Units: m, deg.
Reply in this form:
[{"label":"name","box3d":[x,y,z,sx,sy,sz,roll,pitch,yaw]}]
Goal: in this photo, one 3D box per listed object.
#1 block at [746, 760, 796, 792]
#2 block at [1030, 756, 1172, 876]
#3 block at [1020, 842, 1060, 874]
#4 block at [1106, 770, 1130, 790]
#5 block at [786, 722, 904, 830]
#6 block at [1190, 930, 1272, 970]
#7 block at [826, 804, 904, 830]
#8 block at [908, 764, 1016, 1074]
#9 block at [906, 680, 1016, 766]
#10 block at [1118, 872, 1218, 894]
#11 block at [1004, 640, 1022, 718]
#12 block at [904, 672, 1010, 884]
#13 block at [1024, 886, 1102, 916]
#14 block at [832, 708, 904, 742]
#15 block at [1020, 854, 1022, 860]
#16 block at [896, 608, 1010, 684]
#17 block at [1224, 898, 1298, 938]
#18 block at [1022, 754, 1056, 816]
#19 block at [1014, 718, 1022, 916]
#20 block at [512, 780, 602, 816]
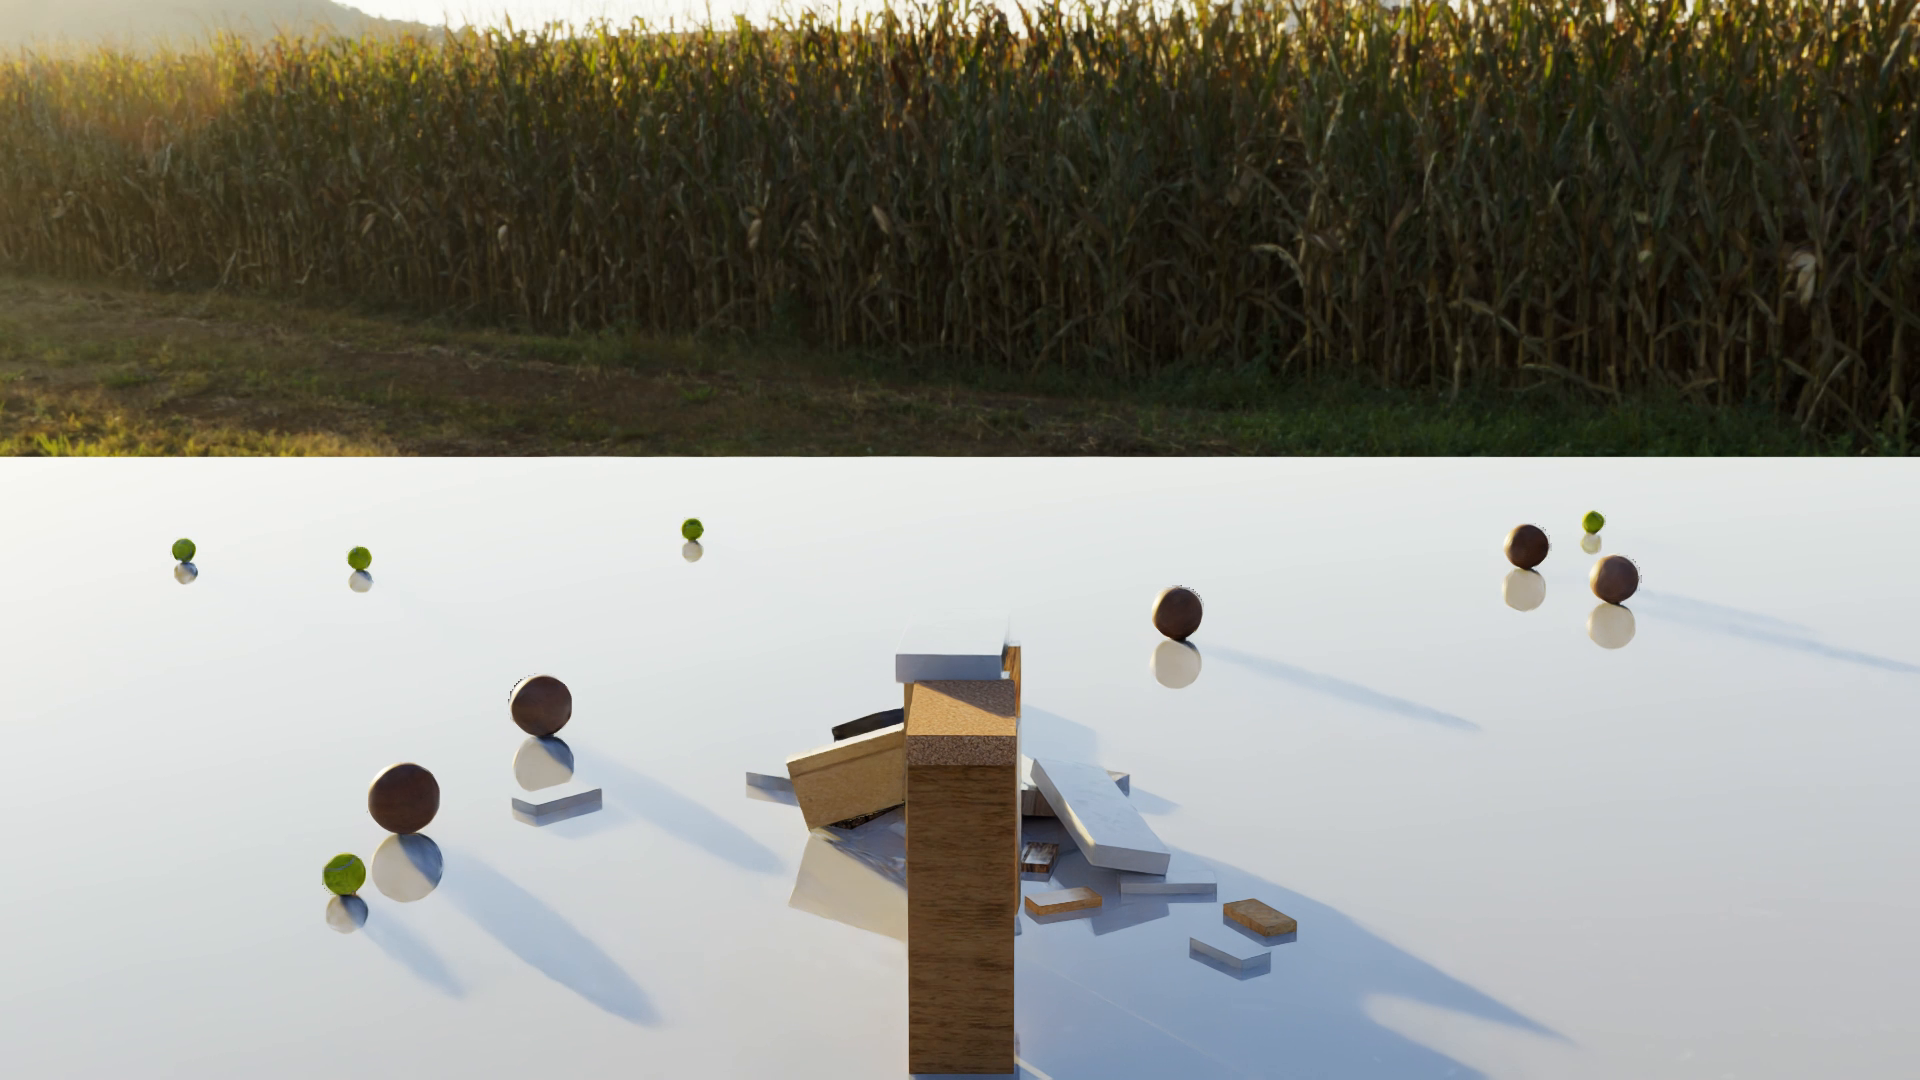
[{"label":"block","box3d":[-0.311,0.464,4.274,0.188,0.027,0.094,6,12,28]},{"label":"block","box3d":[0.243,0.484,3.895,0.134,0.038,0.437,10,12,-14]},{"label":"block","box3d":[0.135,0.552,3.828,0.057,0.016,0.113,2,11,12]},{"label":"block","box3d":[0.245,0.464,4.288,0.153,0.022,0.076,6,12,31]},{"label":"block","box3d":[-0.165,0.420,3.972,0.268,0.134,0.038,-16,13,4]},{"label":"block","box3d":[0.417,0.632,3.395,0.060,0.017,0.120,-7,13,-34]},{"label":"block","box3d":[-0.189,0.496,4.104,0.094,0.027,0.188,6,12,31]},{"label":"block","box3d":[0.002,0.499,2.946,0.142,0.443,0.040,0,11,0]},{"label":"block","box3d":[0.004,0.245,2.986,0.142,0.040,0.283,0,11,1]},{"label":"block","box3d":[0.348,0.576,3.698,0.161,0.017,0.060,0,11,-2]},{"label":"block","box3d":[0.018,0.308,3.420,0.152,0.303,0.043,0,11,0]},{"label":"block","box3d":[-0.004,0.350,3.226,0.152,0.315,0.043,0,11,3]},{"label":"block","box3d":[0.170,0.592,3.612,0.113,0.016,0.057,-4,11,-23]},{"label":"block","box3d":[-0.113,0.358,4.369,0.134,0.038,0.268,-21,-10,39]},{"label":"block","box3d":[0.028,0.543,3.642,0.149,0.075,0.021,7,11,-29]},{"label":"block","box3d":[-0.007,0.157,3.287,0.152,0.043,0.303,0,10,4]},{"label":"block","box3d":[0.482,0.606,3.534,0.060,0.017,0.120,-5,12,-27]},{"label":"block","box3d":[0.098,0.456,4.178,0.166,0.047,0.331,7,7,-26]},{"label":"block","box3d":[0.013,0.388,3.111,0.142,0.283,0.040,2,17,9]},{"label":"block","box3d":[-0.762,0.488,4.160,0.076,0.022,0.153,10,14,42]}]
